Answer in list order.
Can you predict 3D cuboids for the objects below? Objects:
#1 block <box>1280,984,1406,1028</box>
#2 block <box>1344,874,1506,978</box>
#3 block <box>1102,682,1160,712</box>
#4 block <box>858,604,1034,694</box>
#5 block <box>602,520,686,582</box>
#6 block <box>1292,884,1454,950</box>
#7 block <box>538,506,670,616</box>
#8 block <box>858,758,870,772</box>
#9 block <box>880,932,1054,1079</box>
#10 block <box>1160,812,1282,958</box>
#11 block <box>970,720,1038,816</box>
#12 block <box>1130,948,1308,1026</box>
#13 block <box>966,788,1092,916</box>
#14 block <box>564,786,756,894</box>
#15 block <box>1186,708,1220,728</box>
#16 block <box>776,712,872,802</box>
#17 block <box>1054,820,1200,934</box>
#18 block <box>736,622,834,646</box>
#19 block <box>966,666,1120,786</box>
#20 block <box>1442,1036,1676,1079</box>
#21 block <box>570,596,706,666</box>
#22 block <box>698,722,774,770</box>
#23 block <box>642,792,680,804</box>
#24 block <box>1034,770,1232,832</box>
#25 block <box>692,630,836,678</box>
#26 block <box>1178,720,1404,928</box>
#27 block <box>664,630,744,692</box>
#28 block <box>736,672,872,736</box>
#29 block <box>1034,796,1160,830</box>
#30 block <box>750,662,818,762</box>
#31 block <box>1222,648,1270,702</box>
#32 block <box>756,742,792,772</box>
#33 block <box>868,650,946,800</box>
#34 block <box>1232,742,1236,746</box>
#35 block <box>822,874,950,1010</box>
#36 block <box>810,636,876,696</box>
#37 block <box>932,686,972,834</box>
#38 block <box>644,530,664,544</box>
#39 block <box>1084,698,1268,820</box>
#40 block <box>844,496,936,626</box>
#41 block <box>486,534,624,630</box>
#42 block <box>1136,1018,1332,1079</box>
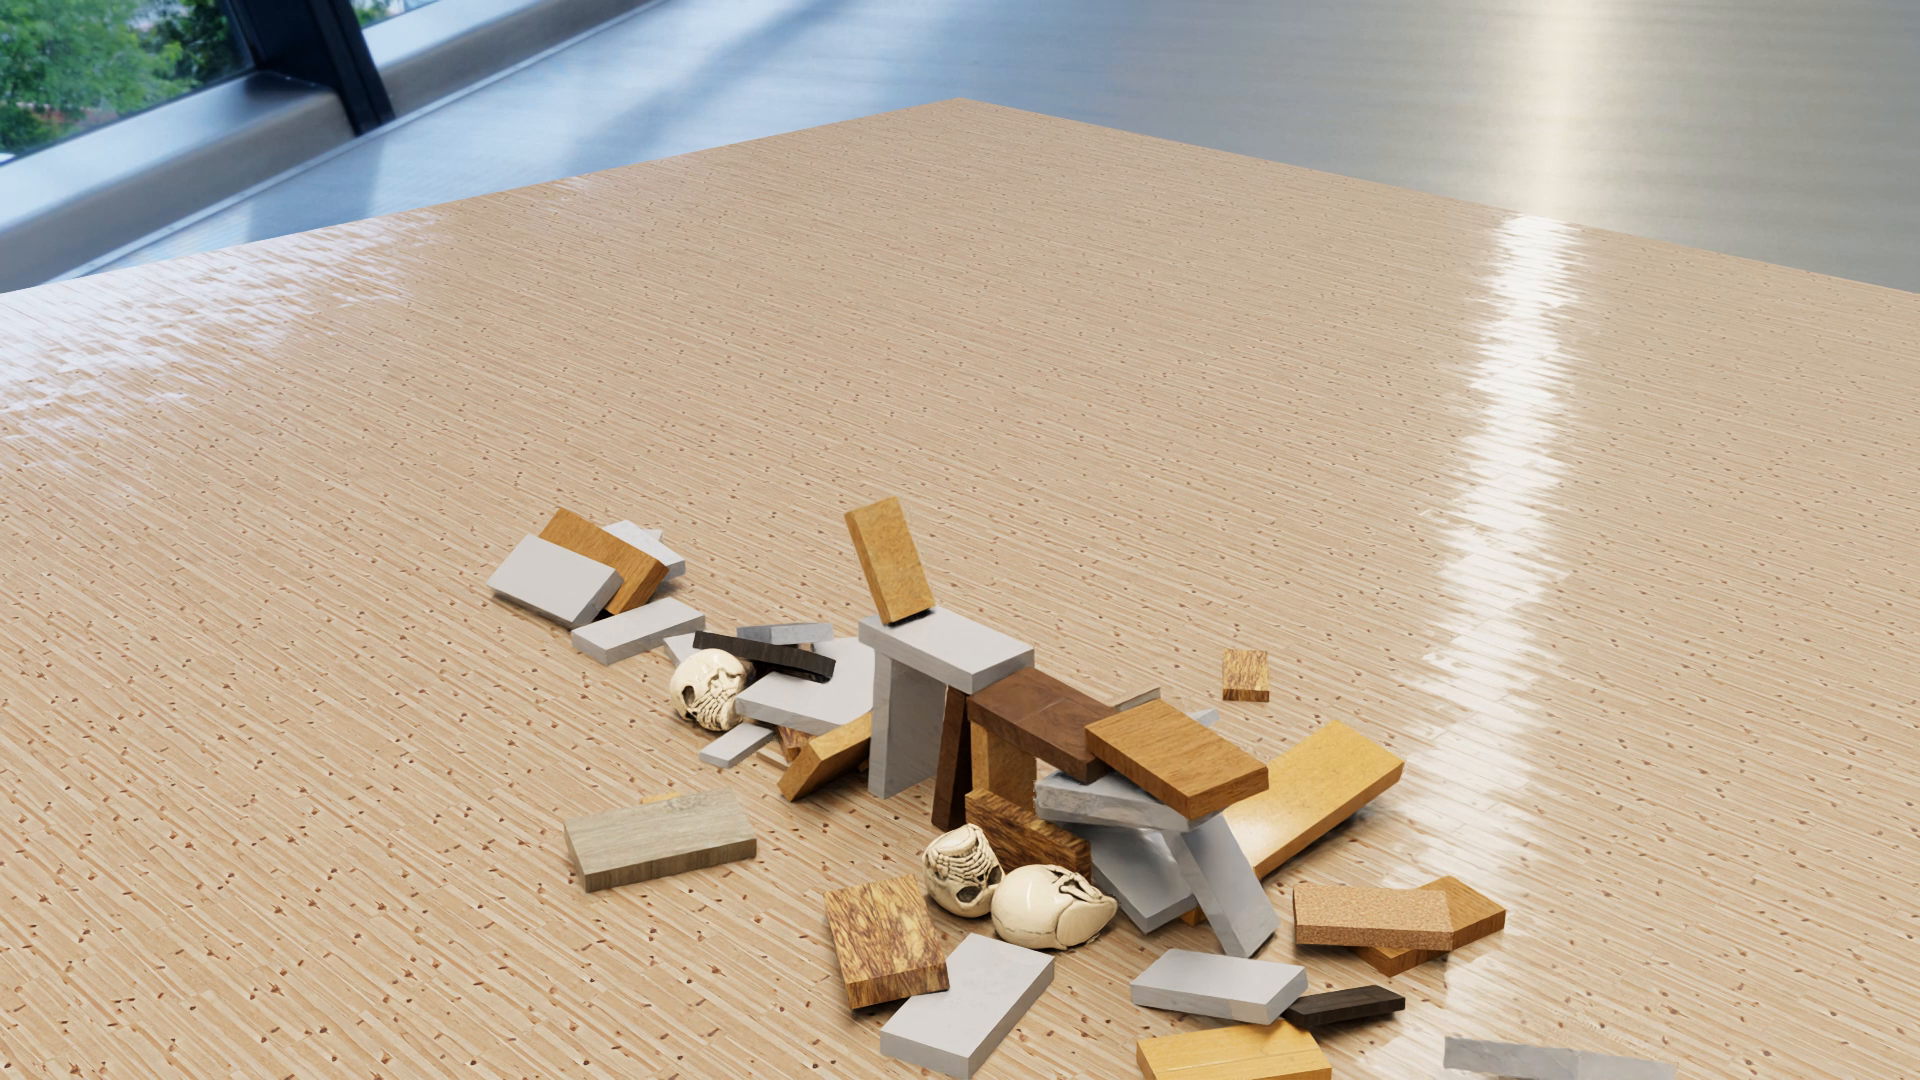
[{"bbox_3d":[0.653,0.799,3.777,0.224,0.022,0.078,-2,7,-30],"label":"block"},{"bbox_3d":[0.846,0.707,4.041,0.290,0.041,0.145,-15,27,-31],"label":"block"},{"bbox_3d":[0.347,0.385,4.723,0.204,0.102,0.029,-19,29,-37],"label":"block"},{"bbox_3d":[-0.030,0.207,4.351,0.166,0.047,0.333,-20,30,-39],"label":"block"},{"bbox_3d":[-0.823,0.036,5.512,0.142,0.040,0.284,-19,32,-33],"label":"block"},{"bbox_3d":[0.747,0.684,3.993,0.275,0.039,0.138,2,23,5],"label":"block"},{"bbox_3d":[-0.904,0.061,5.430,0.445,0.047,0.167,24,75,44],"label":"block"},{"bbox_3d":[-0.164,0.448,4.590,0.054,0.109,0.015,-23,76,-42],"label":"block"},{"bbox_3d":[0.017,0.803,3.808,0.167,0.047,0.334,12,26,25],"label":"block"},{"bbox_3d":[0.474,0.613,3.999,0.039,0.275,0.138,-27,3,39],"label":"block"},{"bbox_3d":[0.088,0.451,4.320,0.042,0.293,0.147,16,28,38],"label":"block"},{"bbox_3d":[0.447,0.771,3.807,0.275,0.039,0.138,0,18,39],"label":"block"},{"bbox_3d":[0.129,0.590,4.181,0.041,0.145,0.290,-25,33,-38],"label":"block"},{"bbox_3d":[-0.585,0.582,4.289,0.340,0.047,0.167,-10,35,-21],"label":"block"},{"bbox_3d":[0.463,0.410,4.711,0.187,0.027,0.094,-23,5,-42],"label":"block"},{"bbox_3d":[-0.212,0.422,4.557,0.335,0.167,0.047,-23,68,-42],"label":"block"},{"bbox_3d":[0.319,0.598,4.111,0.147,0.042,0.293,-23,43,-24],"label":"block"},{"bbox_3d":[-0.404,0.215,5.045,0.144,0.041,0.287,-4,-1,-21],"label":"block"},{"bbox_3d":[0.183,0.344,4.128,0.165,0.047,0.330,-24,33,-34],"label":"block"},{"bbox_3d":[0.937,0.828,3.462,0.176,0.050,0.352,12,-13,-20],"label":"block"},{"bbox_3d":[-0.760,0.214,5.206,0.284,0.040,0.142,-20,30,-39],"label":"block"},{"bbox_3d":[-0.478,0.439,4.697,0.078,0.022,0.157,13,27,29],"label":"block"},{"bbox_3d":[-0.585,0.558,4.417,0.078,0.022,0.157,-8,24,-18],"label":"block"},{"bbox_3d":[0.324,0.448,3.968,0.165,0.047,0.376,-26,18,-38],"label":"block"},{"bbox_3d":[-0.438,0.254,4.914,0.287,0.041,0.144,9,-8,27],"label":"block"},{"bbox_3d":[0.602,0.542,4.299,0.642,0.050,0.176,-27,45,-37],"label":"block"},{"bbox_3d":[-0.592,0.278,5.064,0.117,0.033,0.234,-10,25,-22],"label":"block"},{"bbox_3d":[-0.325,0.359,4.740,0.287,0.041,0.144,12,26,27],"label":"block"},{"bbox_3d":[0.295,0.477,4.085,0.293,0.042,0.147,-2,20,45],"label":"block"},{"bbox_3d":[-0.367,0.361,4.844,0.117,0.033,0.490,-4,22,-14],"label":"block"},{"bbox_3d":[0.649,0.307,4.999,0.102,0.029,0.204,2,23,6],"label":"block"},{"bbox_3d":[-0.375,0.462,4.653,0.109,0.015,0.054,20,30,39],"label":"block"},{"bbox_3d":[-0.105,0.353,4.499,0.047,0.333,0.166,26,34,37],"label":"block"},{"bbox_3d":[0.496,0.453,4.621,0.094,0.027,0.187,14,17,29],"label":"block"},{"bbox_3d":[-0.137,0.714,3.942,0.176,0.050,0.352,-11,19,-7],"label":"block"},{"bbox_3d":[-0.237,0.313,4.963,0.167,0.047,0.334,-4,23,-9],"label":"block"},{"bbox_3d":[0.035,0.408,4.368,0.167,0.333,0.047,-21,40,-41],"label":"block"},{"bbox_3d":[-0.850,0.045,5.602,0.142,0.040,0.284,1,23,2],"label":"block"},{"bbox_3d":[0.379,0.384,3.890,0.165,0.047,0.330,-18,25,-25],"label":"block"},{"bbox_3d":[-0.140,0.041,4.403,0.117,0.234,0.033,-20,1,-39],"label":"block"},{"bbox_3d":[-0.987,0.103,5.351,0.335,0.047,0.167,19,62,38],"label":"block"},{"bbox_3d":[0.454,0.871,3.655,0.290,0.041,0.145,-5,24,-12],"label":"block"}]
